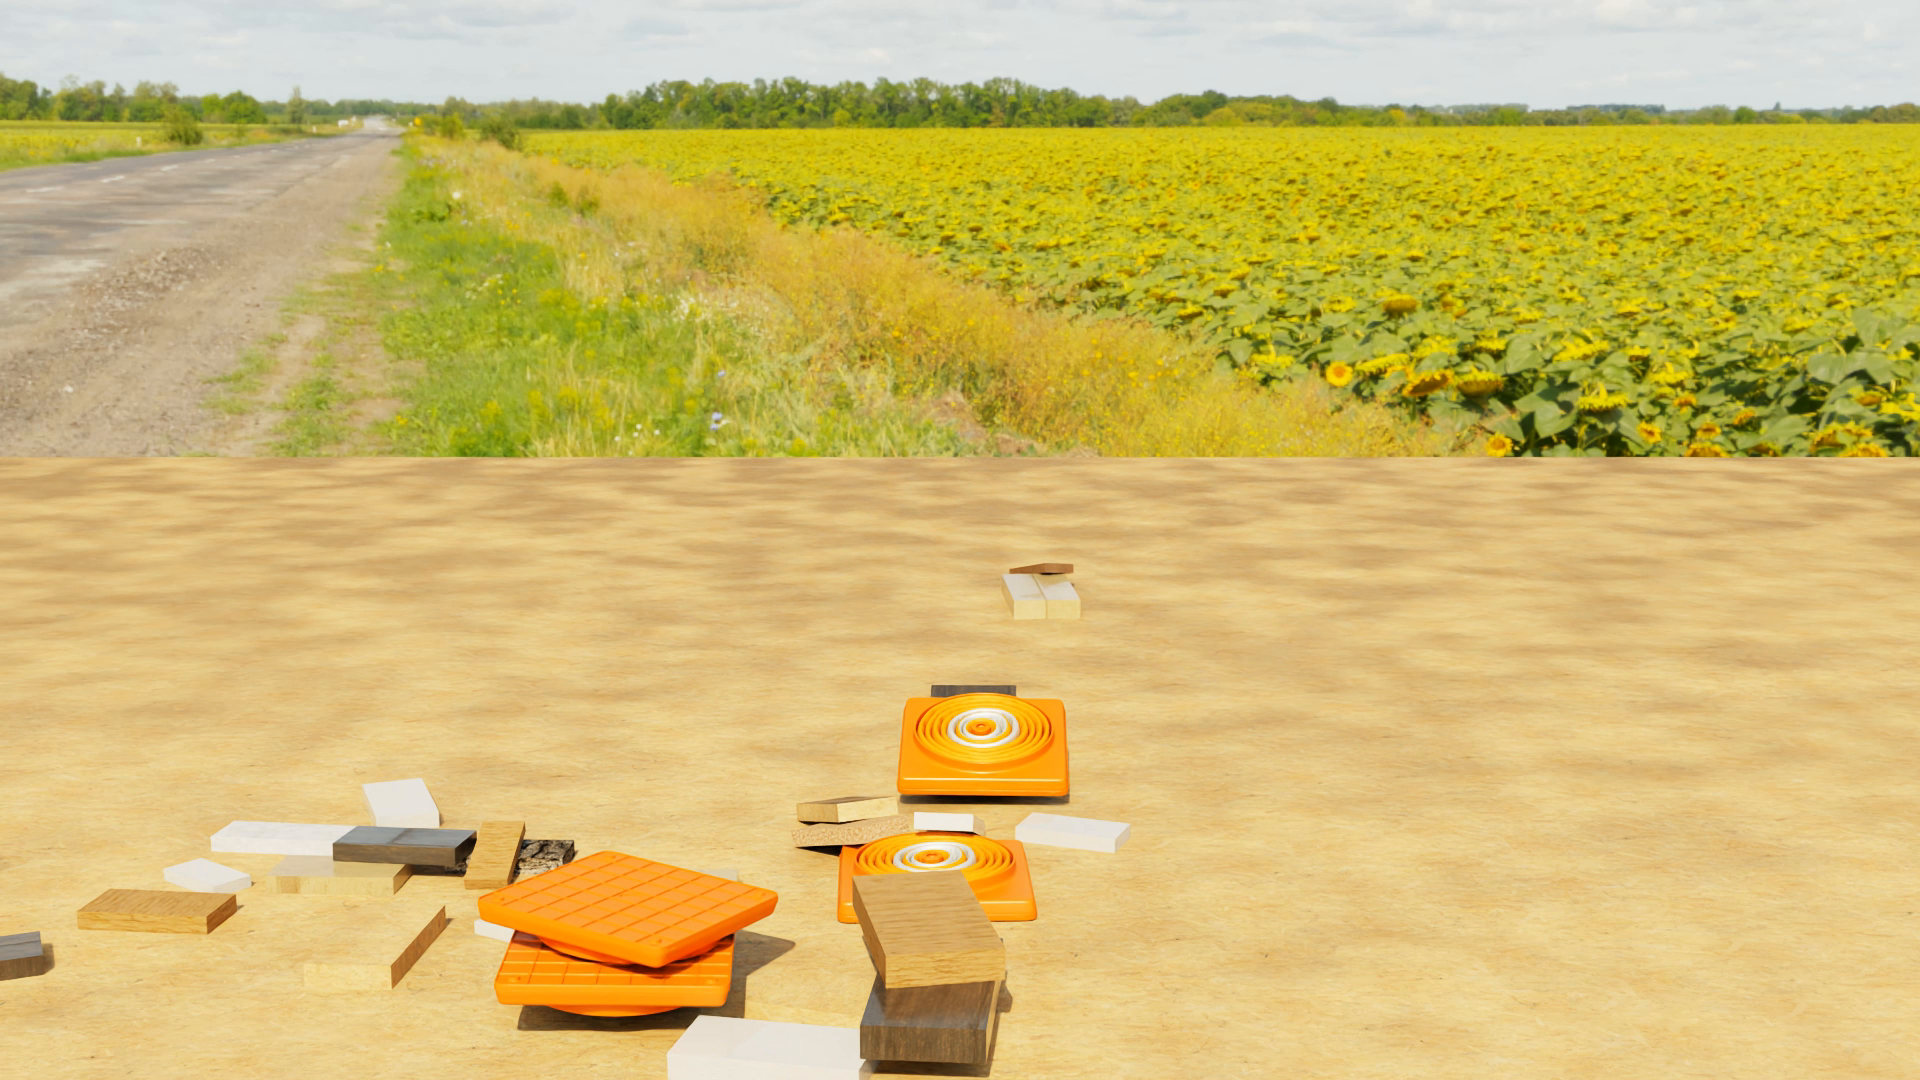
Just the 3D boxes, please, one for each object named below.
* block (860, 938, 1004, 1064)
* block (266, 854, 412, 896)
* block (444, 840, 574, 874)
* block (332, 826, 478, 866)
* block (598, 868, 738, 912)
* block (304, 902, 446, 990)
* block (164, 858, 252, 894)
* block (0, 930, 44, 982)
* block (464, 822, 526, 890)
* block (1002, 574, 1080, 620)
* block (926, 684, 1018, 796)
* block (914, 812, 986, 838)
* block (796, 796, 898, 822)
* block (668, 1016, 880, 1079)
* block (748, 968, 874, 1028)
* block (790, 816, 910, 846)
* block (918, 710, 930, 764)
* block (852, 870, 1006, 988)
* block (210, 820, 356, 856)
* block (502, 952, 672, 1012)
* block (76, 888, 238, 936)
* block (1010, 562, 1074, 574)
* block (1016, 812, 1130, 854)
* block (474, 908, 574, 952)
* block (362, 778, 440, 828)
[{"bbox_3d":[-0.035,0.638,3.077,0.168,0.048,0.337,1,11,5],"label":"block"},{"bbox_3d":[-1.048,0.566,3.716,0.216,0.031,0.108,1,11,3],"label":"block"},{"bbox_3d":[-0.780,0.549,3.813,0.203,0.029,0.102,0,11,2],"label":"block"},{"bbox_3d":[-0.952,0.524,3.775,0.216,0.031,0.108,1,9,7],"label":"block"},{"bbox_3d":[-0.481,0.579,3.640,0.222,0.031,0.111,-1,11,-3],"label":"block"},{"bbox_3d":[-0.897,0.623,3.388,0.132,0.037,0.265,1,11,4],"label":"block"},{"bbox_3d":[-1.272,0.571,3.716,0.145,0.021,0.072,8,13,38],"label":"block"},{"bbox_3d":[-1.568,0.644,3.289,0.361,0.032,0.112,-5,12,-24],"label":"block"},{"bbox_3d":[-0.792,0.537,3.752,0.072,0.021,0.159,0,30,1],"label":"block"},{"bbox_3d":[0.215,0.149,5.907,0.174,0.049,0.348,-1,11,-4],"label":"block"},{"bbox_3d":[0.025,0.393,4.363,0.174,0.049,0.348,0,25,1],"label":"block"},{"bbox_3d":[-0.017,0.502,3.867,0.102,0.029,0.203,1,-11,7],"label":"block"},{"bbox_3d":[-0.206,0.486,3.978,0.112,0.032,0.223,-5,-4,-24],"label":"block"},{"bbox_3d":[-0.249,0.698,2.982,0.265,0.037,0.132,2,11,12],"label":"block"},{"bbox_3d":[-0.155,0.669,3.142,0.265,0.037,0.132,4,11,18],"label":"block"},{"bbox_3d":[-0.194,0.512,3.864,0.102,0.029,0.203,-9,-2,-42],"label":"block"},{"bbox_3d":[0.016,0.396,4.578,0.174,0.049,0.348,1,11,5],"label":"block"},{"bbox_3d":[-0.051,0.564,3.214,0.168,0.048,0.337,-2,11,-10],"label":"block"},{"bbox_3d":[-1.142,0.533,3.906,0.352,0.026,0.093,1,11,8],"label":"block"},{"bbox_3d":[-0.549,0.652,3.246,0.223,0.032,0.112,2,11,11],"label":"block"},{"bbox_3d":[-1.292,0.598,3.541,0.216,0.031,0.108,1,11,7],"label":"block"},{"bbox_3d":[0.227,0.087,6.146,0.093,0.026,0.186,2,-7,-31],"label":"block"},{"bbox_3d":[0.203,0.525,3.947,0.186,0.026,0.093,4,11,21],"label":"block"},{"bbox_3d":[-0.688,0.615,3.476,0.145,0.021,0.072,7,12,31],"label":"block"},{"bbox_3d":[-1.044,0.494,4.097,0.111,0.031,0.222,-4,11,-21],"label":"block"}]
